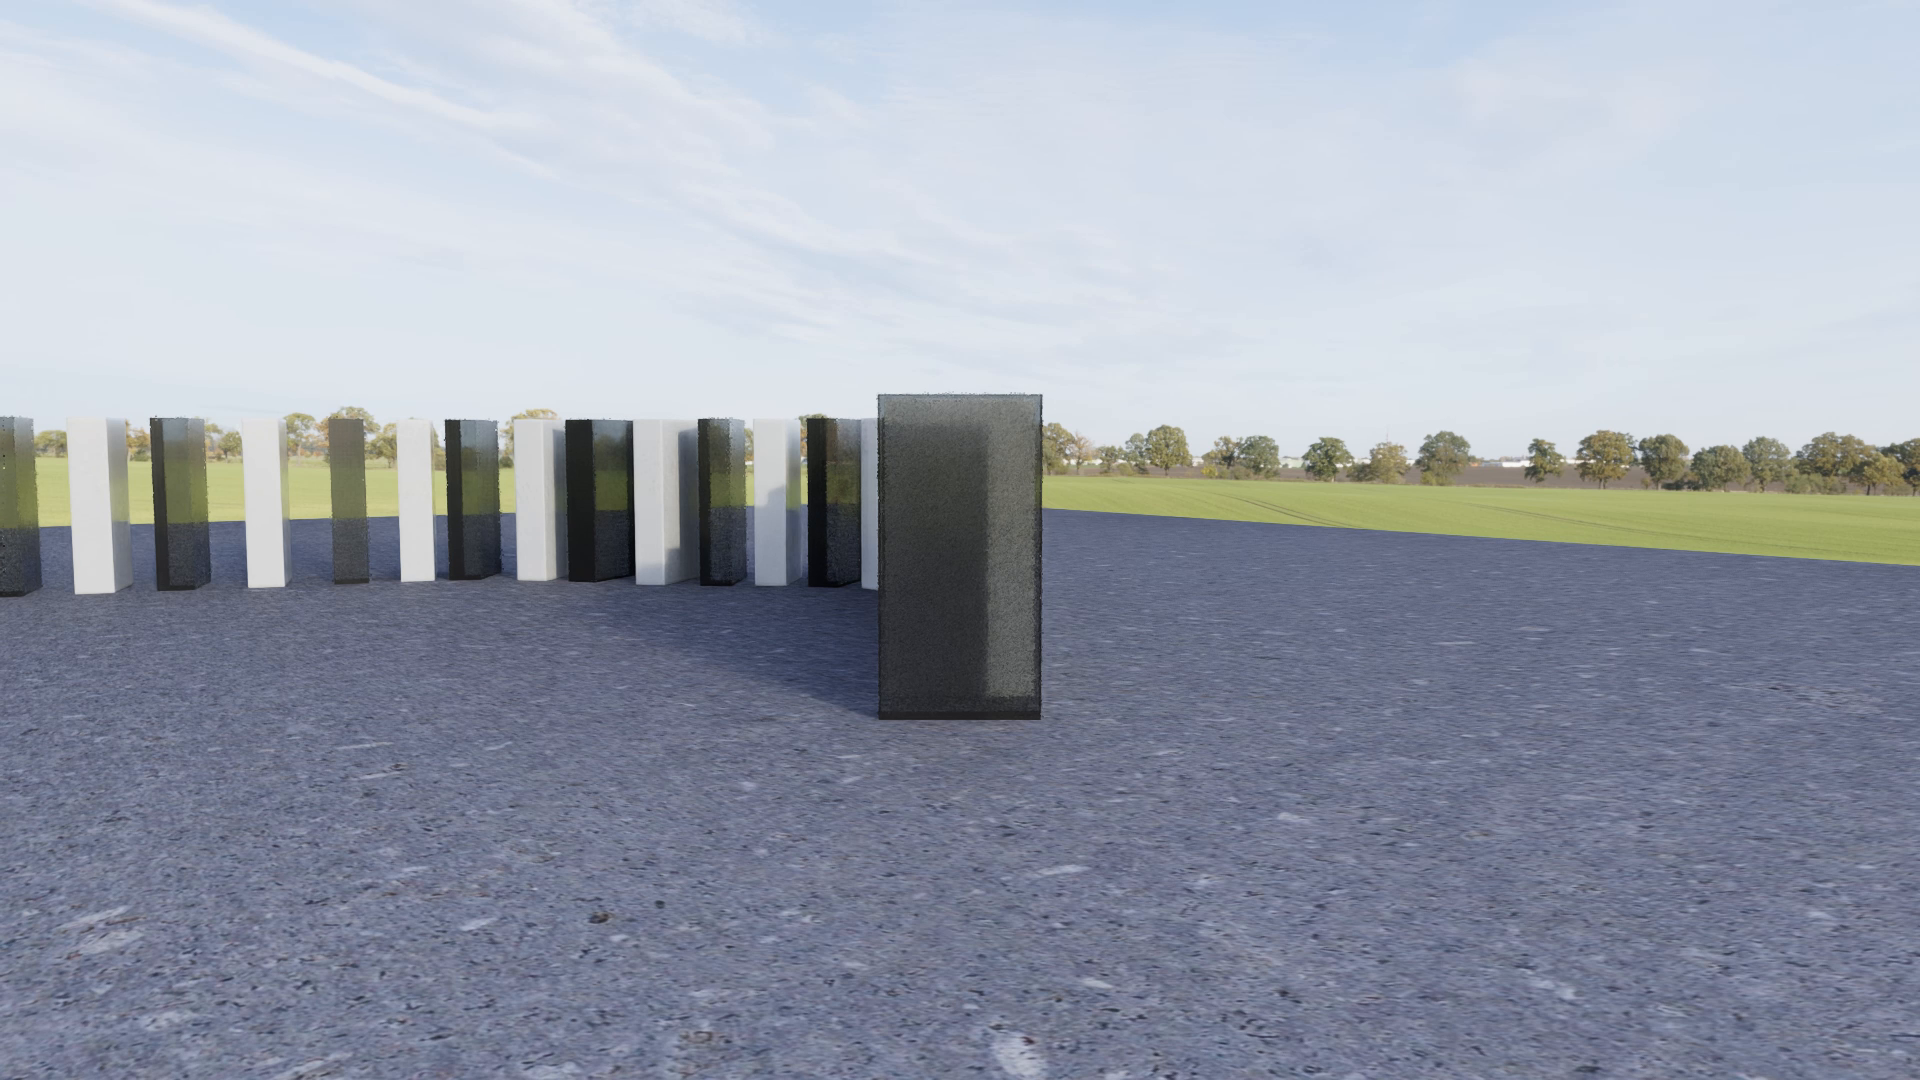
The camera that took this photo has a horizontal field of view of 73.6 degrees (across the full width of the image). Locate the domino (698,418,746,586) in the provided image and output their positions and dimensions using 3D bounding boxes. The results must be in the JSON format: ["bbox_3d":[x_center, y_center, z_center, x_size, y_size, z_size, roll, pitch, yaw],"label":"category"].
[{"bbox_3d":[-0.073,-0.012,0.395,0.009,0.050,0.025,0,4,1],"label":"domino"}]

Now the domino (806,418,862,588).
[{"bbox_3d":[-0.037,-0.012,0.391,0.010,0.050,0.025,1,4,15],"label":"domino"}]

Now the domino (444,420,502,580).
[{"bbox_3d":[-0.156,-0.013,0.411,0.009,0.050,0.025,0,4,-5],"label":"domino"}]

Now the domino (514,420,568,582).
[{"bbox_3d":[-0.131,-0.013,0.410,0.009,0.050,0.025,1,4,10],"label":"domino"}]

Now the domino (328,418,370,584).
[{"bbox_3d":[-0.190,-0.012,0.400,0.009,0.050,0.025,-2,5,-26],"label":"domino"}]

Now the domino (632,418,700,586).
[{"bbox_3d":[-0.090,-0.012,0.398,0.009,0.050,0.025,1,4,16],"label":"domino"}]

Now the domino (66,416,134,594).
[{"bbox_3d":[-0.251,-0.011,0.375,0.009,0.050,0.025,-2,5,-22],"label":"domino"}]

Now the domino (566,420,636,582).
[{"bbox_3d":[-0.113,-0.013,0.406,0.010,0.050,0.025,1,5,18],"label":"domino"}]

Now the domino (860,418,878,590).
[{"bbox_3d":[-0.017,-0.011,0.381,0.025,0.050,0.009,-4,6,-42],"label":"domino"}]

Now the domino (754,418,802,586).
[{"bbox_3d":[-0.056,-0.012,0.395,0.009,0.050,0.025,0,4,4],"label":"domino"}]

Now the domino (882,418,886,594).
[{"bbox_3d":[-0.009,-0.010,0.365,0.025,0.050,0.009,-1,4,-15],"label":"domino"}]

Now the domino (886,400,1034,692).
[{"bbox_3d":[0.000,0.001,0.223,0.025,0.050,0.009,0,4,0],"label":"domino"}]

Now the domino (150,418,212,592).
[{"bbox_3d":[-0.232,-0.011,0.382,0.009,0.050,0.025,-2,5,-21],"label":"domino"}]

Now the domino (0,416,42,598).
[{"bbox_3d":[-0.271,-0.010,0.365,0.009,0.050,0.025,-2,5,-26],"label":"domino"}]

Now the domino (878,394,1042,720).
[{"bbox_3d":[0.000,0.002,0.201,0.025,0.050,0.009,0,4,0],"label":"domino"}]

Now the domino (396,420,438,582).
[{"bbox_3d":[-0.172,-0.013,0.407,0.010,0.050,0.025,-2,5,-20],"label":"domino"}]

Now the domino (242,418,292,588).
[{"bbox_3d":[-0.211,-0.012,0.390,0.010,0.050,0.025,-2,5,-23],"label":"domino"}]
